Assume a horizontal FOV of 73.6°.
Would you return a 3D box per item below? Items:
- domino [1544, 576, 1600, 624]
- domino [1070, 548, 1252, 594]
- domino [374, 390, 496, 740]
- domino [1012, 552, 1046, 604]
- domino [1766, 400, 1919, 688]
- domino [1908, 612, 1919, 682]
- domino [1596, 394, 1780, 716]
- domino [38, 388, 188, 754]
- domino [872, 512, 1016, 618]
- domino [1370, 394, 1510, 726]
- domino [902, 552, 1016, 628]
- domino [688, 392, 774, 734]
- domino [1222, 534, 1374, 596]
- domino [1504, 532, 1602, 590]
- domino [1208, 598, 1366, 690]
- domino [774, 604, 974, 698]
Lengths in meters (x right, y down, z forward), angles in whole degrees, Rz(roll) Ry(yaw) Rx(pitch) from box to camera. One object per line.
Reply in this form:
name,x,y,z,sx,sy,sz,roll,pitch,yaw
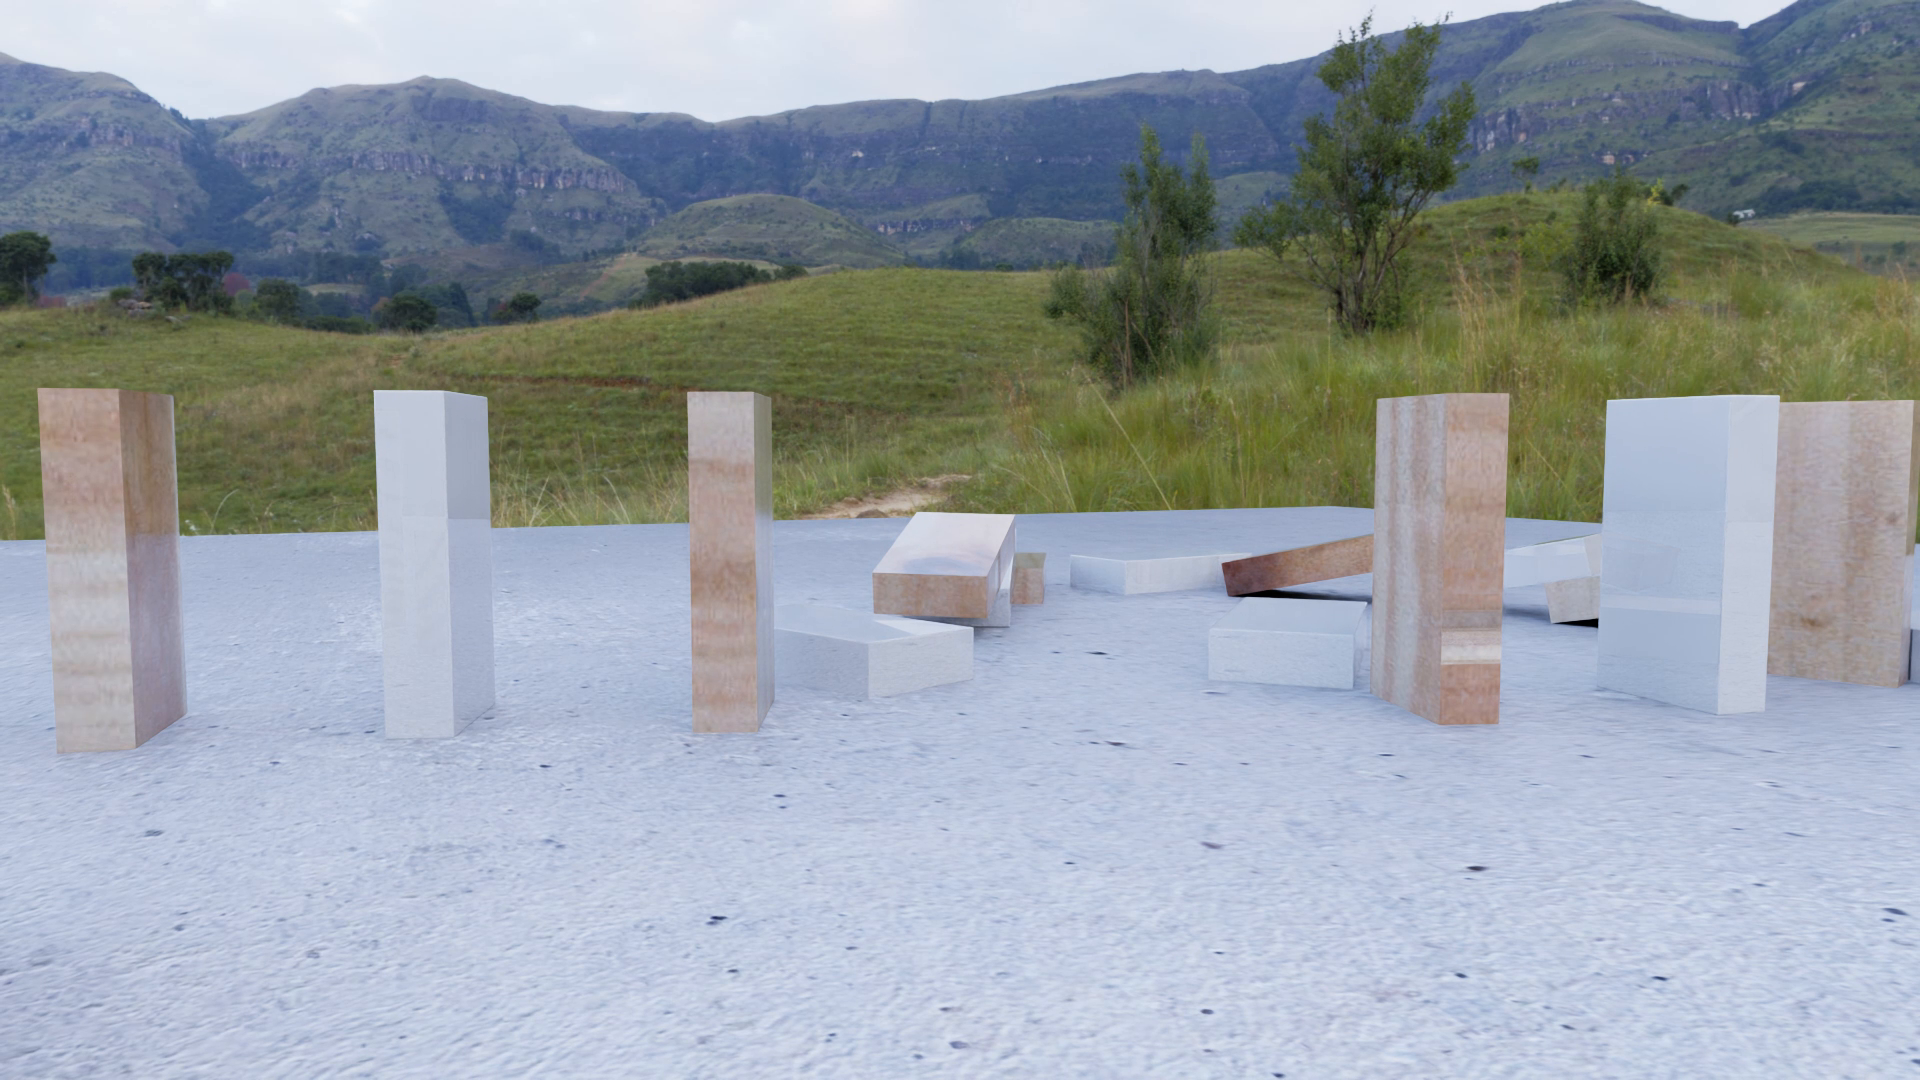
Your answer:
domino,0.165,0.011,0.294,0.025,0.009,0.050,-4,-7,-40
domino,0.061,0.009,0.386,0.050,0.009,0.025,-3,5,-33
domino,-0.079,0.003,0.196,0.009,0.050,0.025,-1,4,-7
domino,0.012,0.010,0.366,0.025,0.009,0.050,0,4,5
domino,0.158,0.000,0.234,0.025,0.050,0.009,4,6,44
domino,0.177,0.019,0.247,0.025,0.009,0.050,-2,5,-21
domino,0.120,0.002,0.213,0.009,0.050,0.025,-1,4,-17
domino,-0.123,0.003,0.188,0.009,0.050,0.025,-1,4,-17
domino,-0.003,0.005,0.300,0.025,0.010,0.050,2,17,9
domino,0.076,0.002,0.205,0.010,0.050,0.025,0,4,-6
domino,0.001,0.009,0.321,0.025,0.009,0.050,0,16,4
domino,-0.035,0.003,0.200,0.009,0.050,0.025,0,4,-2
domino,0.101,0.006,0.356,0.050,0.010,0.025,-12,-2,30
domino,0.138,0.008,0.330,0.050,0.010,0.025,-13,-5,38
domino,0.065,0.019,0.250,0.025,0.010,0.050,2,5,20
domino,-0.024,0.020,0.240,0.050,0.010,0.025,4,6,45
